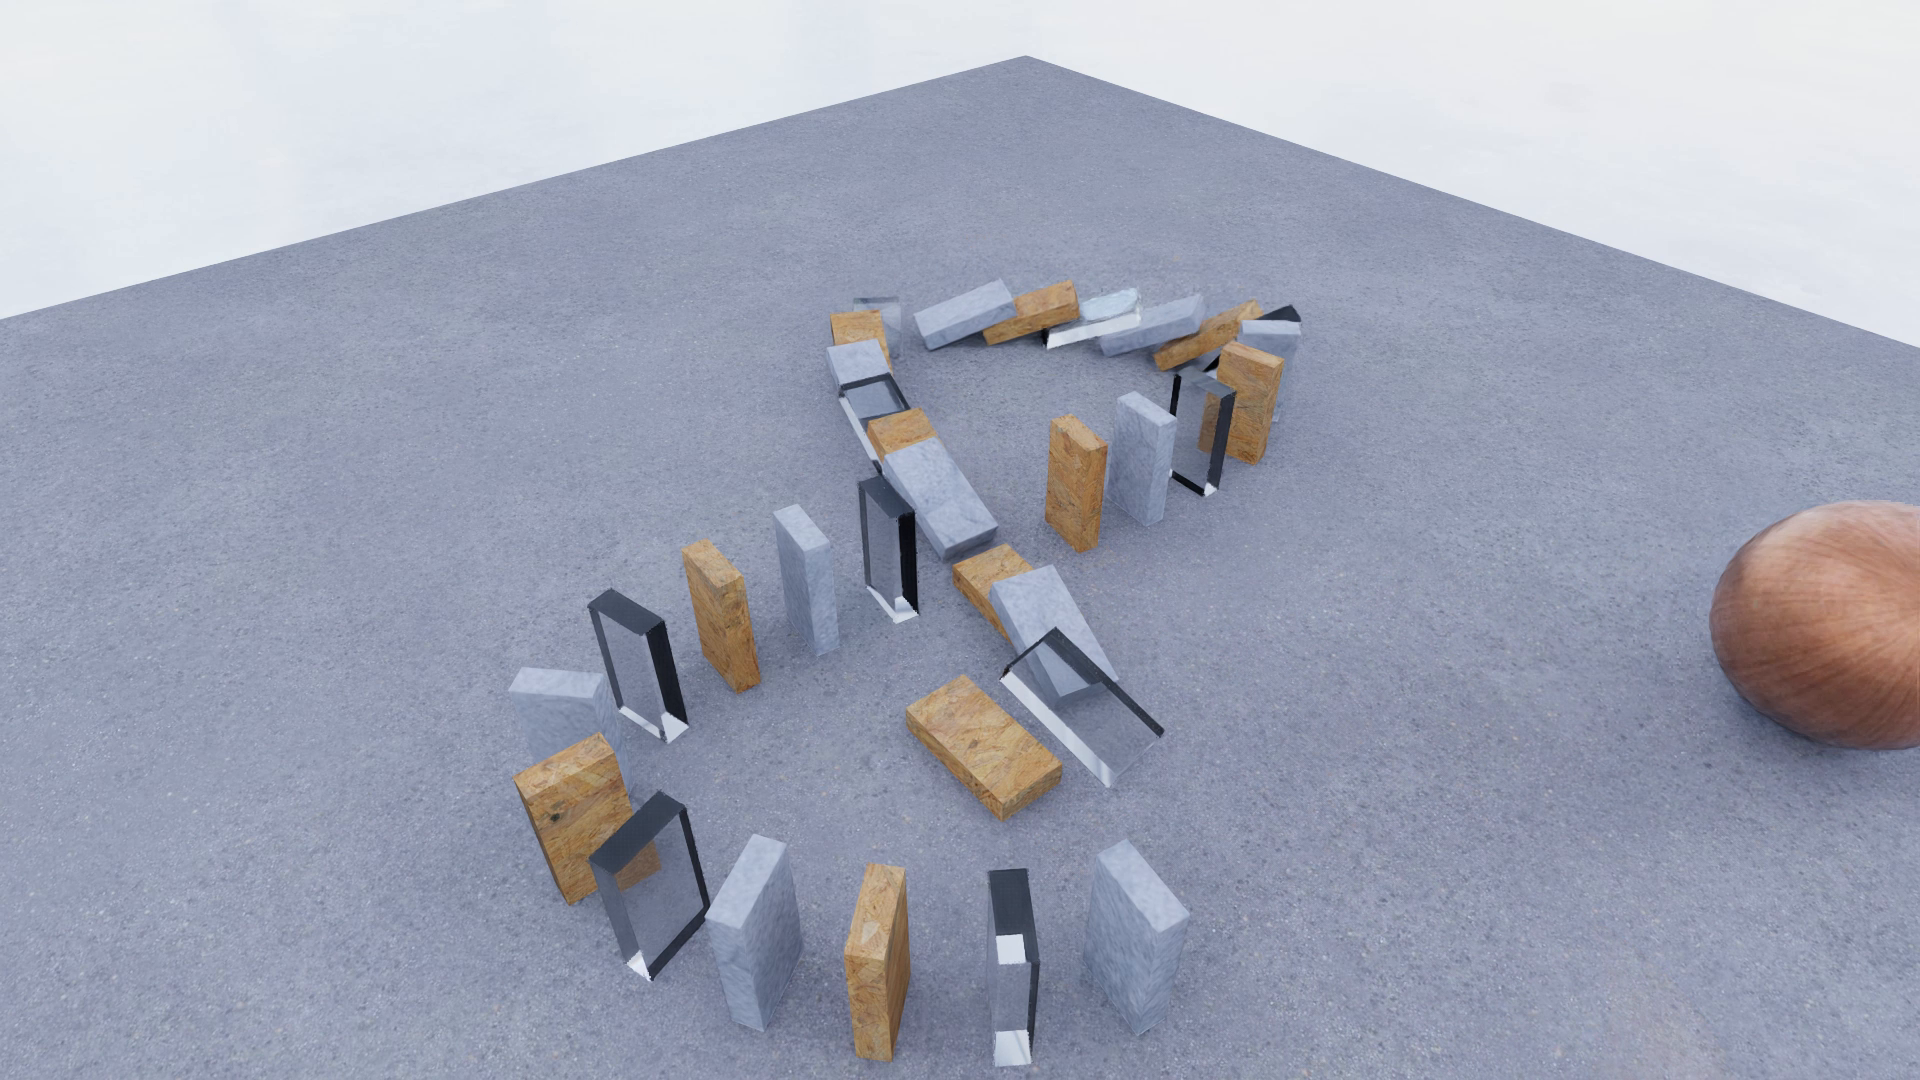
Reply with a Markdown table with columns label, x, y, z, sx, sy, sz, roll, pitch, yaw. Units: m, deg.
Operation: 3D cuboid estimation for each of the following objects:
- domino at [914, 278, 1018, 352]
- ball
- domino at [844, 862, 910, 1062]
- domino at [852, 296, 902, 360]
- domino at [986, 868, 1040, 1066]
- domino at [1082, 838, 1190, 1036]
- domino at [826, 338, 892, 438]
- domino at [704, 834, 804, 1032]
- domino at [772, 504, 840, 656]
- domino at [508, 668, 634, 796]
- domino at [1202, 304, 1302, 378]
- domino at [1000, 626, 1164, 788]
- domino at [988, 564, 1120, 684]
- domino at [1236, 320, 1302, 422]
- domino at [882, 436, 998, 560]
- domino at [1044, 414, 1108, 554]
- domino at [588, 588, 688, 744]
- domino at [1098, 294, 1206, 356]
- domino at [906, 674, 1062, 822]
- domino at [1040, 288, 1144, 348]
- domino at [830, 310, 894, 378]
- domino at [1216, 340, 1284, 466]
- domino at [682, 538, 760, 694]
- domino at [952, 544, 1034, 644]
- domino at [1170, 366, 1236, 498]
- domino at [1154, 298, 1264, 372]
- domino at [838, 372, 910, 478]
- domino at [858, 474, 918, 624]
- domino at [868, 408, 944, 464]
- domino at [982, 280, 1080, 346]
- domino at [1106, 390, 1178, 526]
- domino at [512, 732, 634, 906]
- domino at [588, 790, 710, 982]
| label | x | y | z | sx | sy | sz | roll | pitch | yaw |
| --- | --- | --- | --- | --- | --- | --- | --- | --- | --- |
| domino | 0.003 | -0.118 | 0.576 | 0.050 | 0.010 | 0.025 | -22 | 41 | 2 |
| ball | 0.290 | 0.027 | 0.354 | 0.080 | 0.080 | 0.080 | 0 | 39 | 0 |
| domino | -0.020 | 0.108 | 0.280 | 0.009 | 0.050 | 0.025 | 6 | 40 | 7 |
| domino | -0.044 | -0.112 | 0.580 | 0.025 | 0.009 | 0.050 | -2 | 39 | -3 |
| domino | 0.013 | 0.109 | 0.279 | 0.009 | 0.050 | 0.025 | -3 | 39 | -3 |
| domino | 0.045 | 0.104 | 0.285 | 0.010 | 0.050 | 0.025 | -20 | 44 | -23 |
| domino | -0.044 | -0.072 | 0.520 | 0.025 | 0.010 | 0.050 | -13 | 59 | -15 |
| domino | -0.052 | 0.103 | 0.286 | 0.010 | 0.050 | 0.025 | 13 | 41 | 15 |
| domino | -0.055 | 0.015 | 0.393 | 0.010 | 0.050 | 0.025 | -22 | 44 | -24 |
| domino | -0.118 | 0.061 | 0.337 | 0.025 | 0.050 | 0.010 | 4 | 39 | 5 |
| domino | 0.138 | -0.091 | 0.524 | 0.025 | 0.050 | 0.010 | -24 | 77 | -28 |
| domino | 0.040 | 0.055 | 0.364 | 0.025 | 0.009 | 0.050 | -35 | 69 | -32 |
| domino | 0.032 | 0.034 | 0.389 | 0.025 | 0.010 | 0.050 | -16 | 60 | -22 |
| domino | 0.138 | -0.077 | 0.505 | 0.025 | 0.050 | 0.010 | 2 | 47 | 3 |
| domino | -0.009 | -0.018 | 0.452 | 0.025 | 0.010 | 0.050 | -23 | 64 | -23 |
| domino | 0.046 | -0.022 | 0.438 | 0.009 | 0.050 | 0.025 | -19 | 43 | -22 |
| domino | -0.105 | 0.042 | 0.360 | 0.025 | 0.050 | 0.009 | 25 | 45 | 27 |
| domino | 0.098 | -0.109 | 0.559 | 0.050 | 0.009 | 0.025 | -11 | 31 | 32 |
| domino | 0.007 | 0.067 | 0.361 | 0.025 | 0.010 | 0.050 | -27 | 46 | -29 |
| domino | 0.068 | -0.115 | 0.570 | 0.050 | 0.010 | 0.025 | -11 | 35 | 22 |
| domino | -0.049 | -0.093 | 0.546 | 0.025 | 0.010 | 0.050 | -7 | 55 | -9 |
| domino | 0.125 | -0.060 | 0.485 | 0.025 | 0.050 | 0.010 | 28 | 47 | 30 |
| domino | -0.082 | 0.027 | 0.379 | 0.009 | 0.050 | 0.025 | -27 | 46 | -29 |
| domino | 0.021 | 0.022 | 0.416 | 0.025 | 0.010 | 0.050 | -22 | 44 | -25 |
| domino | 0.101 | -0.046 | 0.467 | 0.010 | 0.050 | 0.025 | -27 | 46 | -29 |
| domino | 0.122 | -0.101 | 0.544 | 0.050 | 0.009 | 0.025 | -19 | 20 | 46 |
| domino | -0.033 | -0.052 | 0.496 | 0.025 | 0.010 | 0.050 | -18 | 60 | -20 |
| domino | -0.026 | 0.004 | 0.407 | 0.010 | 0.050 | 0.025 | -21 | 44 | -24 |
| domino | -0.018 | -0.033 | 0.473 | 0.025 | 0.009 | 0.050 | -18 | 60 | -21 |
| domino | 0.037 | -0.119 | 0.576 | 0.050 | 0.009 | 0.025 | -15 | 38 | 12 |
| domino | 0.074 | -0.033 | 0.452 | 0.009 | 0.050 | 0.025 | -24 | 45 | -26 |
| domino | -0.107 | 0.080 | 0.314 | 0.025 | 0.050 | 0.009 | -27 | 46 | -29 |
| domino | -0.082 | 0.094 | 0.297 | 0.010 | 0.050 | 0.025 | 22 | 44 | 24 |
